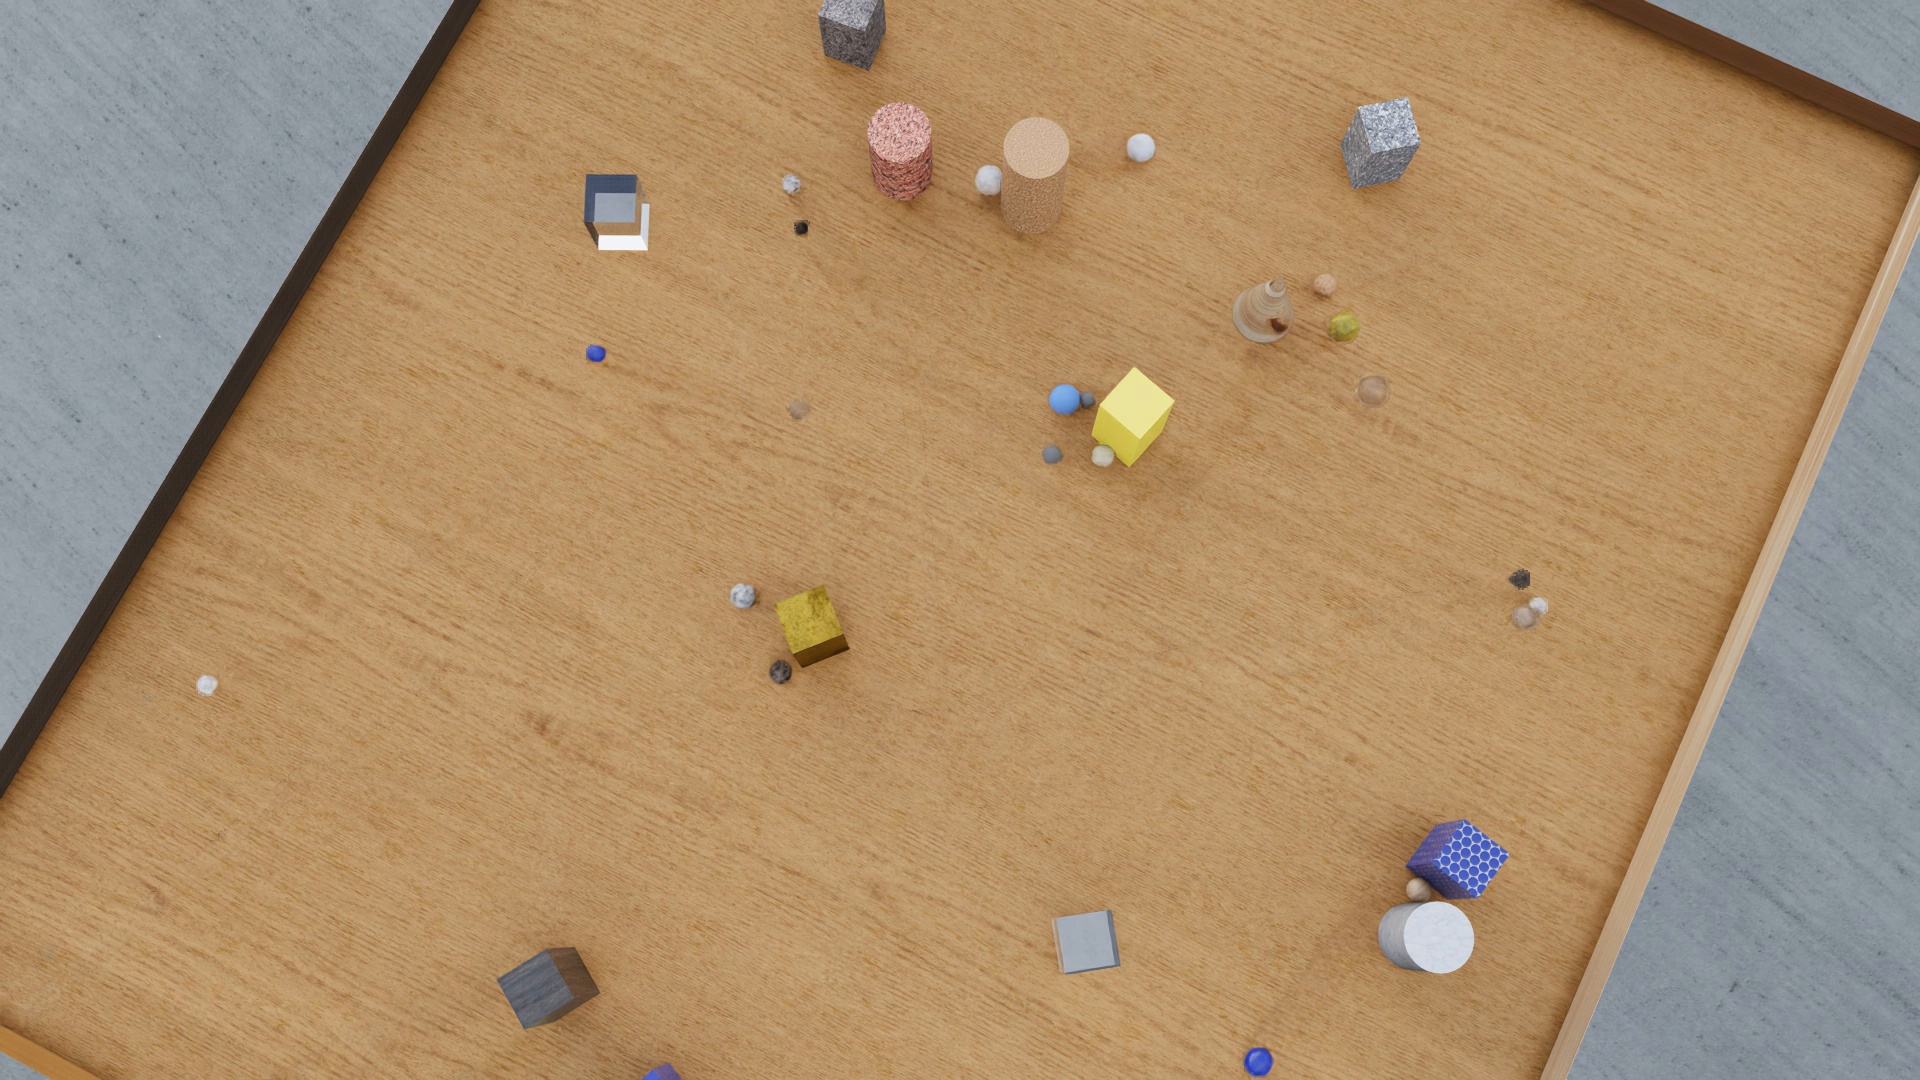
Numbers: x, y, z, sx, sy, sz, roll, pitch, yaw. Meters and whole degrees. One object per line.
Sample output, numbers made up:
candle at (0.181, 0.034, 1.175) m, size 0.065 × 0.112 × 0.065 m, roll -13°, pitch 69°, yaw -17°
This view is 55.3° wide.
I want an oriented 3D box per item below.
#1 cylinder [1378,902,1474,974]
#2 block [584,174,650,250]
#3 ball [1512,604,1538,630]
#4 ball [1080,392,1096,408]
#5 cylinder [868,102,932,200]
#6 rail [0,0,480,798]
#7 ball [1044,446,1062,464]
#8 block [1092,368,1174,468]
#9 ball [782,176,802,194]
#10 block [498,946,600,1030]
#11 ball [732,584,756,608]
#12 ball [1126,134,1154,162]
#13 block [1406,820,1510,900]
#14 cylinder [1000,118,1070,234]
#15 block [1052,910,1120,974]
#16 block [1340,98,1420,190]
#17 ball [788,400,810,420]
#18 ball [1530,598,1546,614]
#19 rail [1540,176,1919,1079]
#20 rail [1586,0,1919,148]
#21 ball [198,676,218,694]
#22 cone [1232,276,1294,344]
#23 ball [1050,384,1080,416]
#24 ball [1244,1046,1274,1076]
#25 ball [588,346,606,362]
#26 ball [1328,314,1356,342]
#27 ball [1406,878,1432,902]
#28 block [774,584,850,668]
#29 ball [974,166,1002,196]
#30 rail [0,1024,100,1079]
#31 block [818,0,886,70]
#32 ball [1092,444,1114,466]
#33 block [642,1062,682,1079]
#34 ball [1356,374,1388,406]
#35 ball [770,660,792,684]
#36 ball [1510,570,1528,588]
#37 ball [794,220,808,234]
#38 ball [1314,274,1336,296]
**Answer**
cylinder at (1.323, 1.130, 5.218) m, size 0.194 × 0.322 × 0.194 m, roll 0°, pitch 78°, yaw 0°
block at (-1.067, -1.019, 5.707) m, size 0.155 × 0.235 × 0.155 m, roll 0°, pitch 78°, yaw 0°
ball at (1.703, 0.233, 5.530) m, size 0.076 × 0.076 × 0.076 m, roll 0°, pitch 78°, yaw 0°
ball at (0.396, -0.435, 5.680) m, size 0.051 × 0.051 × 0.051 m, roll 0°, pitch 78°, yaw 0°
cylinder at (-0.184, -1.208, 5.712) m, size 0.194 × 0.303 × 0.194 m, roll 0°, pitch 78°, yaw 0°
rail at (-1.972, -0.959, 5.750) m, size 0.045 × 0.126 × 5.087 m, roll 26°, pitch 80°, yaw 5°
ball at (0.287, -0.262, 5.641) m, size 0.058 × 0.058 × 0.058 m, roll 0°, pitch 78°, yaw 0°
block at (0.517, -0.366, 5.517) m, size 0.155 × 0.342 × 0.155 m, roll 41°, pitch 81°, yaw 8°
ball at (-0.534, -1.126, 5.820) m, size 0.058 × 0.058 × 0.058 m, roll 0°, pitch 78°, yaw 0°
block at (-1.155, 1.259, 5.166) m, size 0.155 × 0.373 × 0.155 m, roll -31°, pitch 80°, yaw -6°
ball at (-0.653, 0.169, 5.543) m, size 0.077 × 0.077 × 0.077 m, roll 0°, pitch 78°, yaw 0°
ball at (0.574, -1.247, 5.829) m, size 0.090 × 0.090 × 0.090 m, roll 0°, pitch 78°, yaw 0°
block at (1.424, 0.920, 5.262) m, size 0.155 × 0.321 × 0.155 m, roll 38°, pitch 81°, yaw 7°
cylinder at (0.225, -1.110, 5.618) m, size 0.194 × 0.447 × 0.194 m, roll 0°, pitch 78°, yaw 0°
block at (0.356, 1.145, 5.224) m, size 0.155 × 0.304 × 0.155 m, roll -9°, pitch 78°, yaw -2°
block at (1.312, -1.238, 5.730) m, size 0.155 × 0.279 × 0.155 m, roll -12°, pitch 79°, yaw -2°
ball at (-0.498, -0.403, 5.667) m, size 0.064 × 0.064 × 0.064 m, roll 0°, pitch 78°, yaw 0°
ball at (1.749, 0.198, 5.551) m, size 0.048 × 0.048 × 0.048 m, roll 0°, pitch 78°, yaw 0°
rail at (1.972, 0.972, 5.350) m, size 0.045 × 0.126 × 5.087 m, roll 26°, pitch 80°, yaw 5°
rail at (1.127, -2.201, 6.006) m, size 4.456 × 0.126 × 0.045 m, roll 26°, pitch 80°, yaw 5°
ball at (-2.258, 0.433, 5.499) m, size 0.055 × 0.055 × 0.055 m, roll 0°, pitch 78°, yaw 0°
cone at (0.953, -0.746, 5.589) m, size 0.194 × 0.355 × 0.194 m, roll 0°, pitch 78°, yaw 0°
ball at (0.324, -0.432, 5.657) m, size 0.095 × 0.095 × 0.095 m, roll 0°, pitch 78°, yaw 0°
ball at (0.858, 1.499, 5.265) m, size 0.082 × 0.082 × 0.082 m, roll 0°, pitch 78°, yaw 0°
ball at (-1.132, -0.579, 5.709) m, size 0.054 × 0.054 × 0.054 m, roll 0°, pitch 78°, yaw 0°
ball at (1.190, -0.661, 5.708) m, size 0.090 × 0.090 × 0.090 m, roll 0°, pitch 78°, yaw 0°
ball at (1.344, 1.026, 5.367) m, size 0.074 × 0.074 × 0.074 m, roll 0°, pitch 78°, yaw 0°
block at (-0.435, 0.258, 5.405) m, size 0.155 × 0.310 × 0.155 m, roll -22°, pitch 79°, yaw -4°
ball at (0.093, -1.138, 5.804) m, size 0.094 × 0.094 × 0.094 m, roll 0°, pitch 78°, yaw 0°
rail at (-1.127, 2.214, 5.093) m, size 4.456 × 0.126 × 0.045 m, roll 26°, pitch 80°, yaw 5°
block at (-0.340, -1.643, 5.819) m, size 0.155 × 0.269 × 0.155 m, roll 20°, pitch 79°, yaw 4°
ball at (0.438, -0.260, 5.635) m, size 0.069 × 0.069 × 0.069 m, roll 0°, pitch 78°, yaw 0°
block at (-0.852, 1.591, 5.149) m, size 0.155 × 0.272 × 0.155 m, roll -41°, pitch 81°, yaw -8°
ball at (1.275, -0.462, 5.663) m, size 0.097 × 0.097 × 0.097 m, roll 0°, pitch 78°, yaw 0°
ball at (-0.537, 0.395, 5.499) m, size 0.069 × 0.069 × 0.069 m, roll 0°, pitch 78°, yaw 0°
ball at (1.699, 0.118, 5.566) m, size 0.052 × 0.052 × 0.052 m, roll 0°, pitch 78°, yaw 0°
ball at (-0.502, -0.989, 5.800) m, size 0.042 × 0.042 × 0.042 m, roll 0°, pitch 78°, yaw 0°
ball at (1.145, -0.799, 5.747) m, size 0.068 × 0.068 × 0.068 m, roll 0°, pitch 78°, yaw 0°
